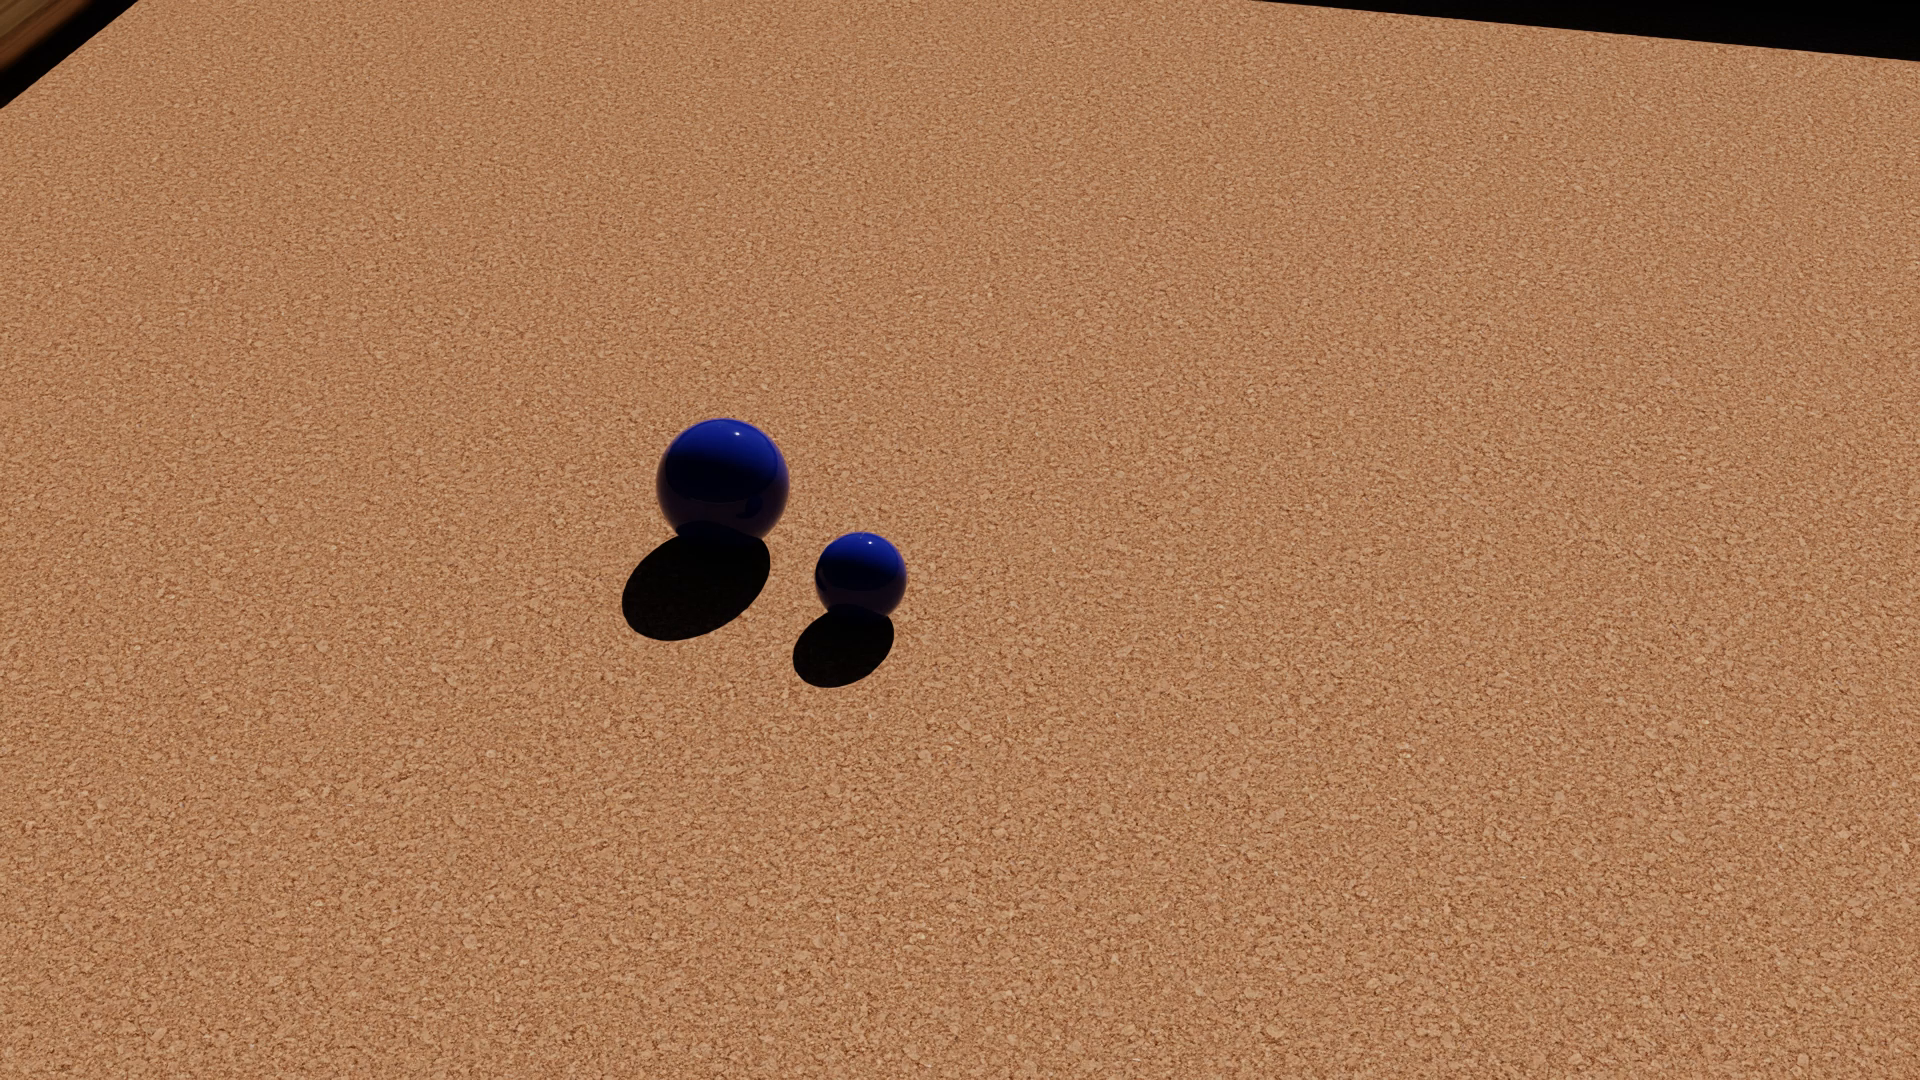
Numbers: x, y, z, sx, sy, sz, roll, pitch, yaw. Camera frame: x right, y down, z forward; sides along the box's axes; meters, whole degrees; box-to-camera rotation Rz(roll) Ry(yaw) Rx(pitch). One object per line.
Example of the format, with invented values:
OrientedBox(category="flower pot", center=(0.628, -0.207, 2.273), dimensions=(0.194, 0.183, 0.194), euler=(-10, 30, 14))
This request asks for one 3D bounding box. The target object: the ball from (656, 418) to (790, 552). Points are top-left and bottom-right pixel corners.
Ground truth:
OrientedBox(category="ball", center=(-0.169, -0.039, 1.828), dimensions=(0.096, 0.096, 0.096), euler=(0, 35, 0))

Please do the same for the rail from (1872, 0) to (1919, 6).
OrientedBox(category="rail", center=(1.359, -0.541, 2.527), dimensions=(4.443, 0.125, 0.045), euler=(8, 35, 11))

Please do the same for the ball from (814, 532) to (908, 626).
OrientedBox(category="ball", center=(-0.068, 0.026, 1.761), dimensions=(0.064, 0.064, 0.064), euler=(0, 35, 0))

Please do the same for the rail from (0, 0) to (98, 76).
OrientedBox(category="rail", center=(-1.058, -0.162, 1.978), dimensions=(0.045, 0.125, 2.461), euler=(8, 35, 11))
